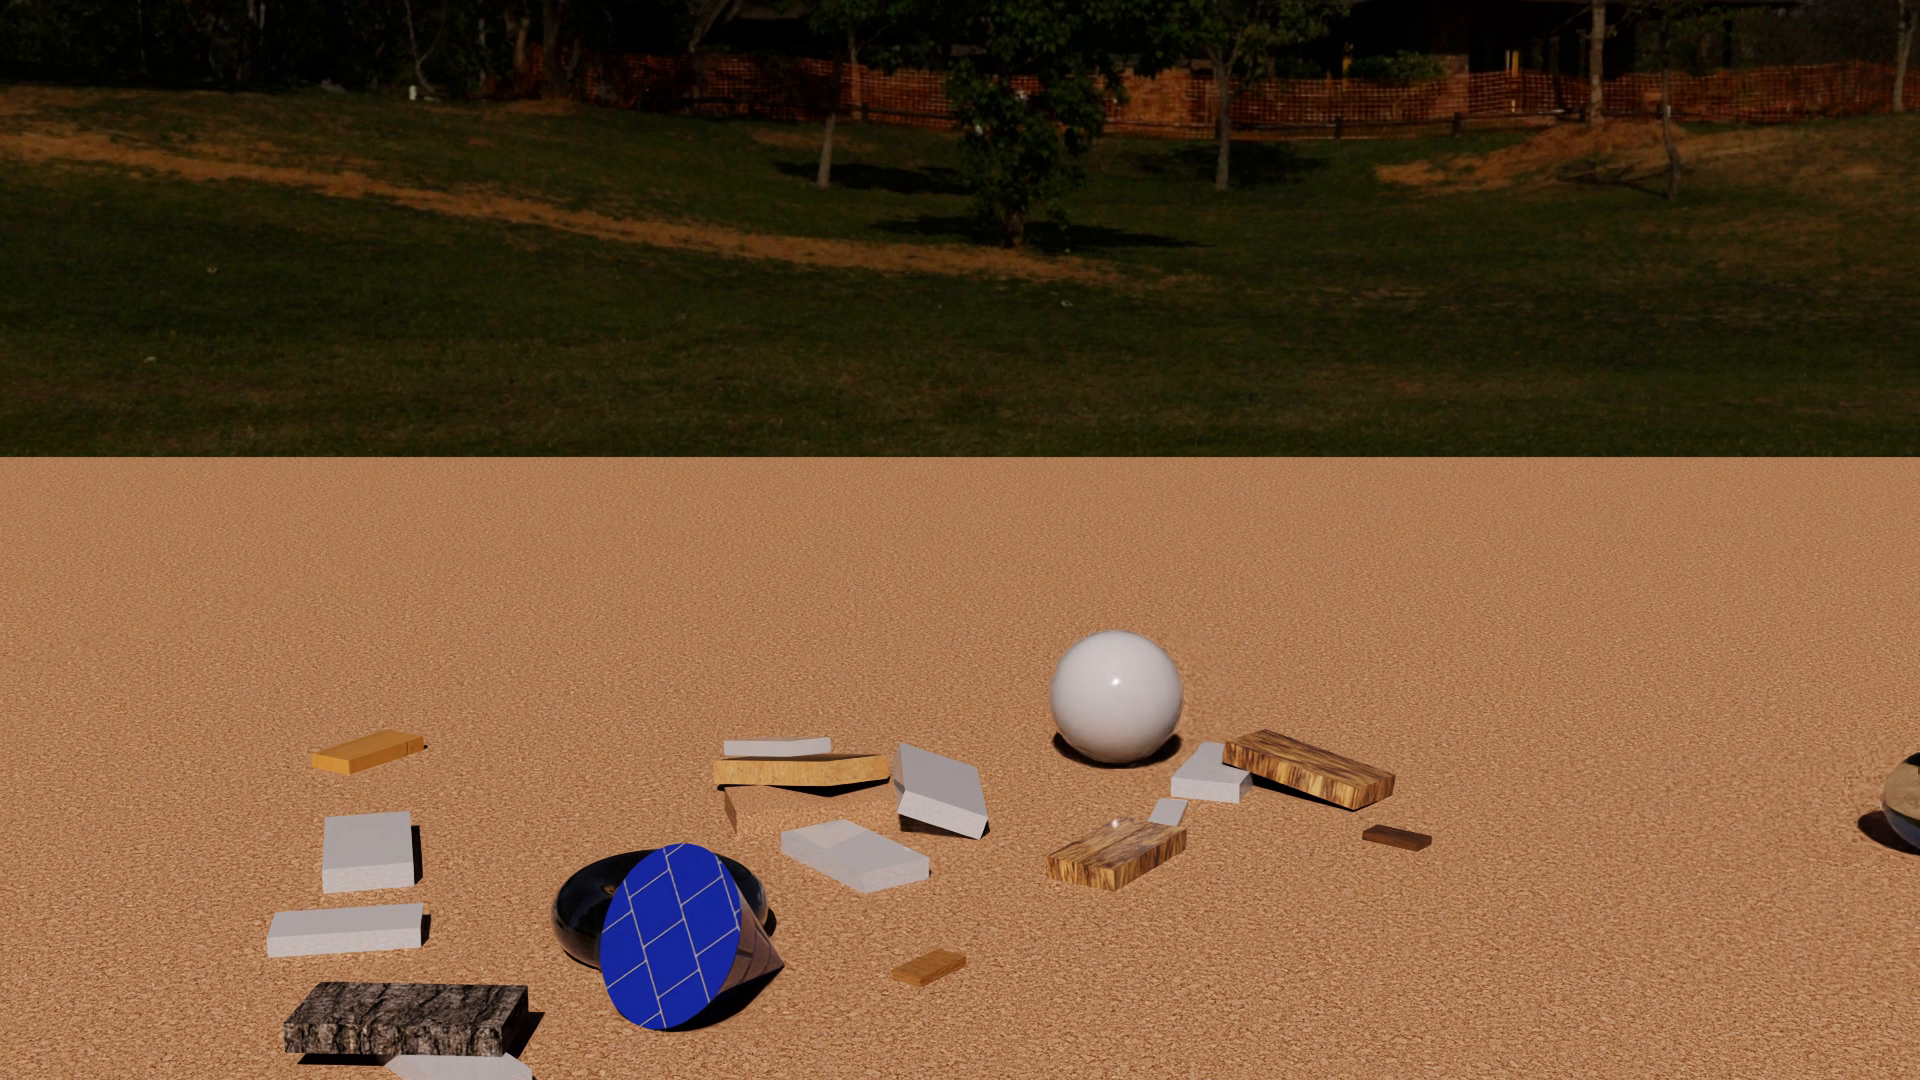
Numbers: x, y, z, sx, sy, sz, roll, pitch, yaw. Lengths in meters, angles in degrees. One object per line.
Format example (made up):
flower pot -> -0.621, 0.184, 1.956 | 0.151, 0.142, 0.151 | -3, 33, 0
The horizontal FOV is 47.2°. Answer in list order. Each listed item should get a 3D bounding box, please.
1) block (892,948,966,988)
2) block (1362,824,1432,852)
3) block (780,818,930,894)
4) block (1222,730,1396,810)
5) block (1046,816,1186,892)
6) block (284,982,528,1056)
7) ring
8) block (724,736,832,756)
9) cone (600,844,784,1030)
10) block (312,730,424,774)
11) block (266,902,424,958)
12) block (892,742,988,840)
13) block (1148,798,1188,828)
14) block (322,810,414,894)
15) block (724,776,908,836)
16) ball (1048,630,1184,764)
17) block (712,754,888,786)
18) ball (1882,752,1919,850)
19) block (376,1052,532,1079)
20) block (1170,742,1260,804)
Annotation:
block -> -0.046, 0.646, 3.323 | 0.054, 0.015, 0.109 | 8, 13, 38
block -> 0.782, 0.533, 3.934 | 0.109, 0.015, 0.054 | 8, 13, 38
block -> -0.184, 0.545, 3.807 | 0.133, 0.038, 0.266 | -8, 13, -35
block -> 0.671, 0.440, 4.238 | 0.295, 0.042, 0.148 | 18, 17, 37
block -> 0.274, 0.543, 3.819 | 0.133, 0.038, 0.265 | 7, 12, 32
block -> -0.756, 0.657, 3.018 | 0.295, 0.042, 0.148 | 0, 11, 3
ring -> -0.469, 0.577, 3.437 | 0.339, 0.113, 0.339 | 0, 12, 0
block -> -0.360, 0.406, 4.320 | 0.103, 0.029, 0.206 | -1, -3, -44
cone -> -0.341, 0.607, 3.250 | 0.266, 0.266, 0.266 | 9, -13, 39
block -> -1.199, 0.429, 4.457 | 0.103, 0.029, 0.206 | 6, 12, 30
block -> -0.963, 0.613, 3.458 | 0.229, 0.033, 0.115 | -2, 11, -11
block -> -0.040, 0.464, 4.089 | 0.158, 0.045, 0.316 | 19, 9, -7
block -> 0.383, 0.510, 4.059 | 0.054, 0.015, 0.166 | 2, 11, 13
block -> -1.029, 0.540, 3.824 | 0.148, 0.042, 0.295 | -3, 11, -15
block -> -0.268, 0.492, 4.076 | 0.316, 0.045, 0.158 | -3, 11, -14
ball -> 0.313, 0.315, 4.412 | 0.269, 0.269, 0.269 | 0, 11, 0
block -> -0.305, 0.435, 4.172 | 0.316, 0.045, 0.158 | -5, -3, 44
ball -> 1.720, 0.460, 3.862 | 0.185, 0.185, 0.185 | 0, 11, 0
block -> -0.683, 0.705, 2.958 | 0.115, 0.033, 0.229 | -9, 14, -39
block -> 0.511, 0.453, 4.303 | 0.133, 0.038, 0.266 | 4, 11, 20
